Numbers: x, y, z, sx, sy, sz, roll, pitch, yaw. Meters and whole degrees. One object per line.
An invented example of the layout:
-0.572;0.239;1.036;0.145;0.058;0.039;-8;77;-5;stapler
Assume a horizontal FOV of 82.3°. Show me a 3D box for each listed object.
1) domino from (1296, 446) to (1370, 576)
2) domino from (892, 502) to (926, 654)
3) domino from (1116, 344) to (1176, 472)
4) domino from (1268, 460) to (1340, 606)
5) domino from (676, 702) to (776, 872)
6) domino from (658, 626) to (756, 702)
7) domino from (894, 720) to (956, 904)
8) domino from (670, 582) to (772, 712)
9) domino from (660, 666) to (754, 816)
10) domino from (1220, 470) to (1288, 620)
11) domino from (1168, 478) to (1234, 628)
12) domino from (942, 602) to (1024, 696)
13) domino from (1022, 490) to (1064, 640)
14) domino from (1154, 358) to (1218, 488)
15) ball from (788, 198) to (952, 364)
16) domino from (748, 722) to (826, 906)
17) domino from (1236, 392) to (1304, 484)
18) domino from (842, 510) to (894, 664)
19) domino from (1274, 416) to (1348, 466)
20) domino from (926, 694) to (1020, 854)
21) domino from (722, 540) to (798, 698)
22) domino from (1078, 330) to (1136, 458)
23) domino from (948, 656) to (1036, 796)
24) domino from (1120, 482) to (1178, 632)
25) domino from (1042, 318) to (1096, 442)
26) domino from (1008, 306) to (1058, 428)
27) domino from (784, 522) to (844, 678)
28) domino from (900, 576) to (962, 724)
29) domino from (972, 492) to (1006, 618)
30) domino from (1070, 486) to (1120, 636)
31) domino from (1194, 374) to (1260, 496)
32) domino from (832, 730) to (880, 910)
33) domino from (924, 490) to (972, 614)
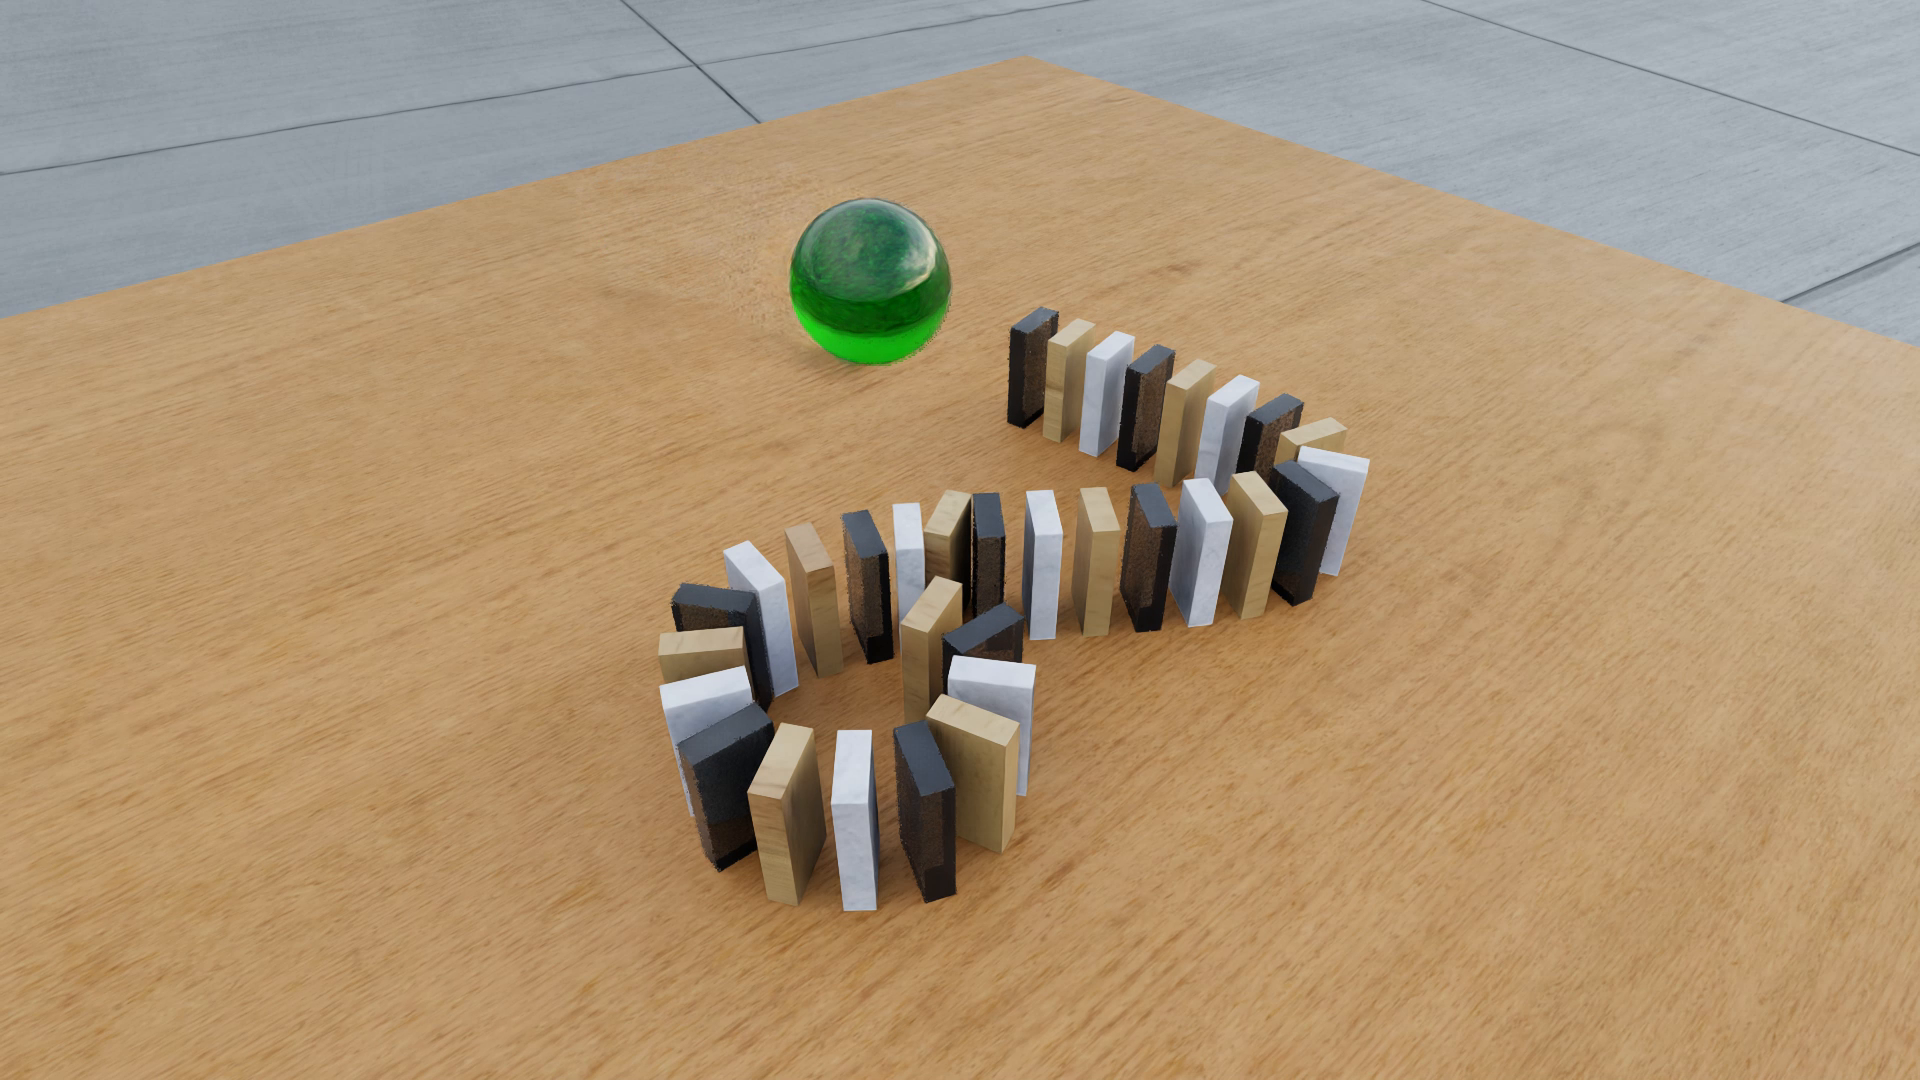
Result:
0.139;-0.011;0.425;0.025;0.050;0.009;14;41;16;domino
-0.018;0.014;0.394;0.009;0.050;0.025;-3;39;-4;domino
0.081;-0.057;0.482;0.010;0.050;0.025;26;46;28;domino
0.125;-0.002;0.414;0.009;0.050;0.025;-19;43;-22;domino
-0.065;0.073;0.322;0.025;0.050;0.009;-27;46;-29;domino
-0.079;0.050;0.350;0.025;0.050;0.010;-5;40;-6;domino
-0.010;0.078;0.316;0.010;0.050;0.025;-13;41;-15;domino
-0.079;0.038;0.366;0.025;0.050;0.009;7;40;9;domino
-0.074;0.062;0.336;0.025;0.050;0.010;-12;41;-15;domino
0.107;0.002;0.409;0.009;0.050;0.025;-10;40;-12;domino
0.088;0.005;0.405;0.009;0.050;0.025;-6;40;-8;domino
0.007;0.046;0.355;0.025;0.050;0.010;-27;47;-29;domino
0.029;0.009;0.400;0.009;0.050;0.025;-3;39;-4;domino
0.096;-0.050;0.472;0.010;0.050;0.025;28;47;30;domino
-0.044;-0.127;0.543;0.080;0.080;0.080;0;39;0;ball
-0.049;0.079;0.315;0.009;0.050;0.025;9;40;11;domino
0.125;-0.033;0.452;0.025;0.050;0.009;-29;48;-31;domino
-0.033;0.017;0.391;0.009;0.050;0.025;-13;41;-15;domino
0.136;-0.023;0.439;0.025;0.050;0.009;-18;43;-20;domino
0.004;0.070;0.326;0.025;0.050;0.010;18;43;20;domino
-0.068;0.028;0.378;0.010;0.050;0.025;-25;45;-27;domino
0.065;-0.065;0.491;0.009;0.050;0.025;25;45;27;domino
0.010;0.058;0.340;0.025;0.050;0.010;6;40;7;domino
0.068;0.007;0.403;0.009;0.050;0.025;-5;40;-6;domino
0.049;-0.072;0.499;0.010;0.050;0.025;24;45;27;domino
0.033;-0.079;0.508;0.010;0.050;0.025;25;45;27;domino
-0.051;0.022;0.385;0.010;0.050;0.025;-16;42;-18;domino
-0.009;0.039;0.363;0.010;0.050;0.025;17;42;19;domino
0.010;0.010;0.399;0.009;0.050;0.025;-2;39;-3;domino
0.049;0.008;0.401;0.010;0.050;0.025;-4;39;-4;domino
0.111;-0.042;0.462;0.010;0.050;0.025;30;48;31;domino
-0.029;0.080;0.313;0.010;0.050;0.025;-1;39;-1;domino
-0.004;0.010;0.400;0.009;0.050;0.025;12;41;14;domino
